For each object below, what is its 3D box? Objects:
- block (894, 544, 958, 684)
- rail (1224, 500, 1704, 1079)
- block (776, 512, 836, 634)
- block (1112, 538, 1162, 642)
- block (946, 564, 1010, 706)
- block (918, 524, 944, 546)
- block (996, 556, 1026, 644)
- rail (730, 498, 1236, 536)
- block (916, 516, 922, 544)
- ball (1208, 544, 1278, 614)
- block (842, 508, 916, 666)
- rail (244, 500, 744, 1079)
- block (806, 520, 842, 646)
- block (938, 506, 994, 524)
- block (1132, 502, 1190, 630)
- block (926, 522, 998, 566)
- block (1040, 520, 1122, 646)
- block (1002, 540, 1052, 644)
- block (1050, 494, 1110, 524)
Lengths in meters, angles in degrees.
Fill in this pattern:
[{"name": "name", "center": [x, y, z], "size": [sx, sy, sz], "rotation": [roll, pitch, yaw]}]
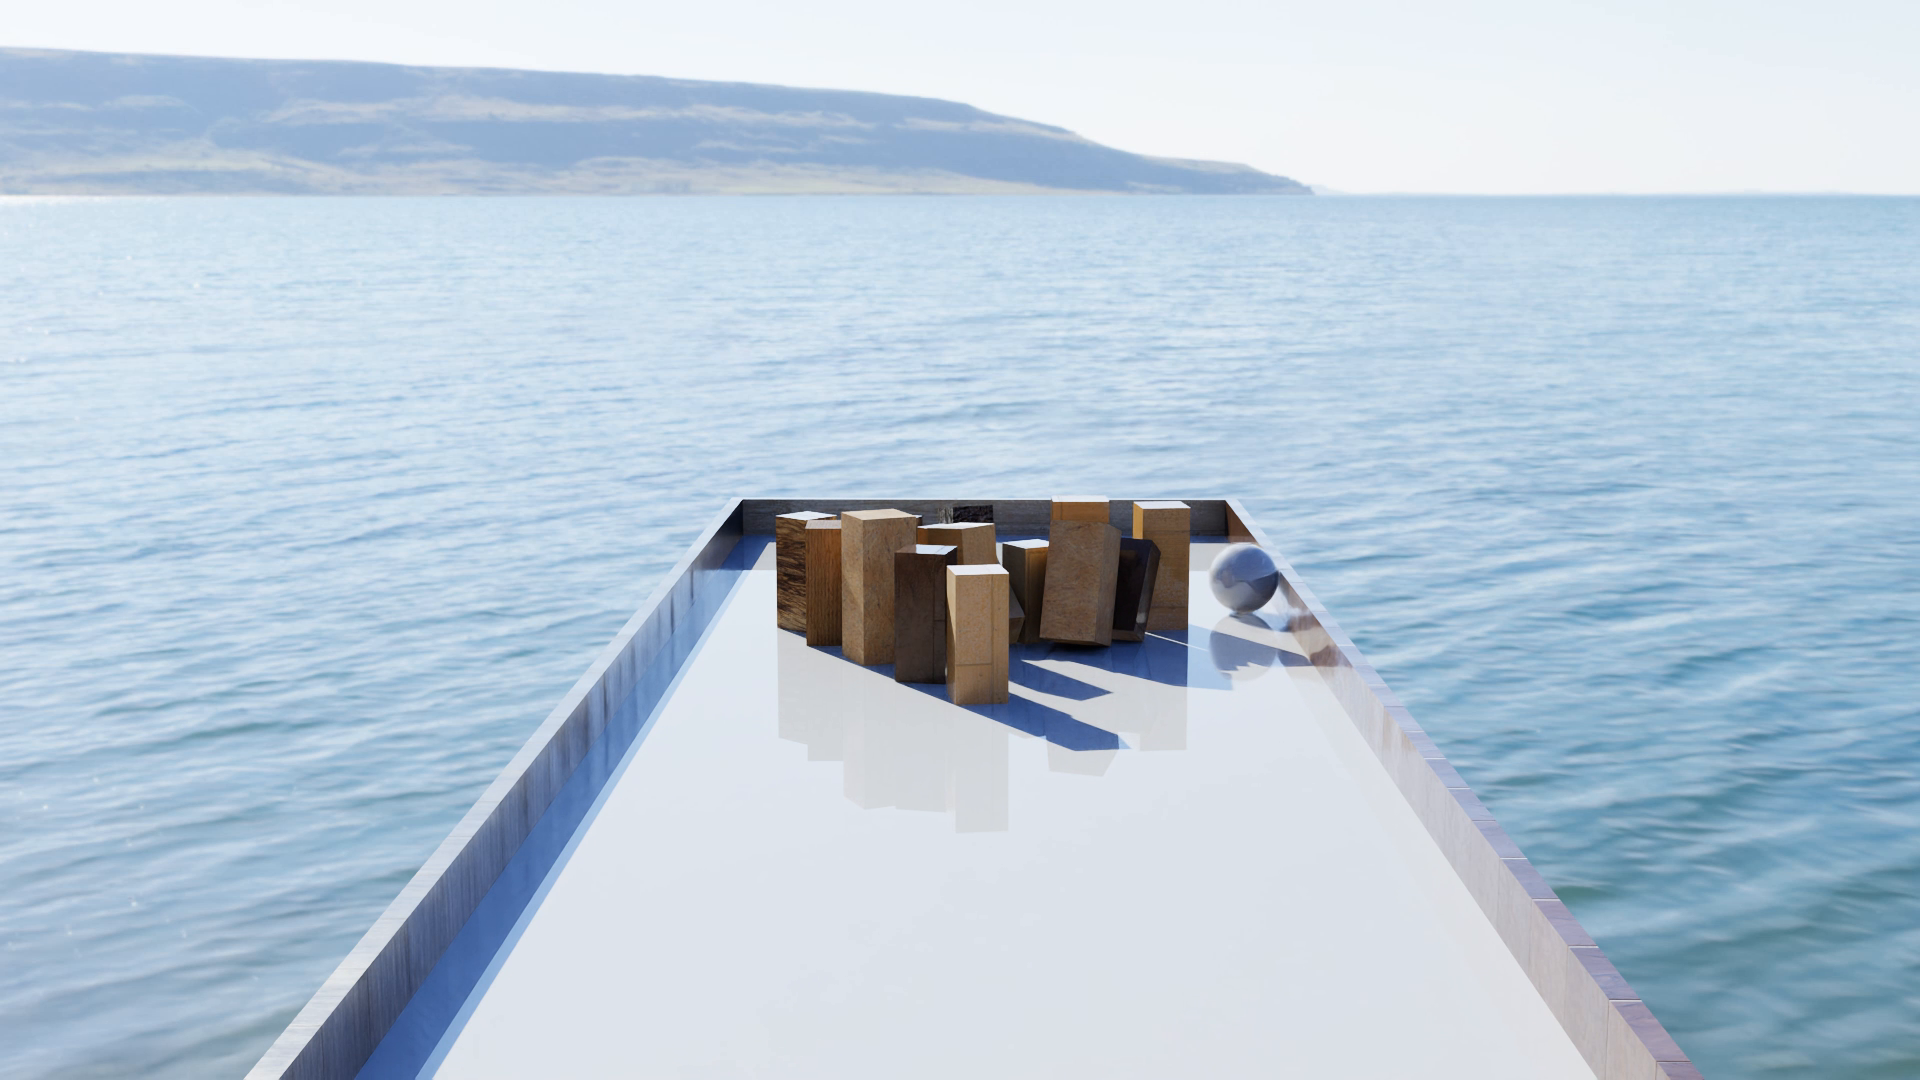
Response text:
[{"name": "block", "center": [-0.099, 0.216, 6.426], "size": [0.150, 0.382, 0.150], "rotation": [2, 9, 13]}, {"name": "rail", "center": [1.046, 0.843, 3.208], "size": [0.050, 0.150, 12.000], "rotation": [0, 9, 1]}, {"name": "block", "center": [-0.500, 0.104, 7.173], "size": [0.140, 0.370, 0.140], "rotation": [8, 12, 42]}, {"name": "block", "center": [0.547, 0.158, 7.004], "size": [0.108, 0.308, 0.108], "rotation": [5, -20, 23]}, {"name": "block", "center": [0.049, 0.264, 6.166], "size": [0.150, 0.368, 0.150], "rotation": [-1, 9, -9]}, {"name": "block", "center": [-0.061, 0.140, 6.957], "size": [0.104, 0.366, 0.104], "rotation": [-8, 12, -40]}, {"name": "block", "center": [0.078, 0.162, 7.002], "size": [0.120, 0.120, 0.363], "rotation": [-4, 45, -23]}, {"name": "rail", "center": [0.099, -0.098, 9.147], "size": [2.100, 0.150, 0.050], "rotation": [0, 9, 1]}, {"name": "block", "center": [-0.240, 0.105, 7.201], "size": [0.177, 0.359, 0.177], "rotation": [4, 10, 24]}, {"name": "ball", "center": [0.959, 0.130, 7.439], "size": [0.236, 0.236, 0.236], "rotation": [0, 9, 0]}, {"name": "block", "center": [-0.247, 0.142, 6.692], "size": [0.174, 0.445, 0.174], "rotation": [-4, 10, -24]}, {"name": "rail", "center": [-1.004, 0.839, 3.234], "size": [0.050, 0.150, 12.000], "rotation": [0, 9, 1]}, {"name": "block", "center": [-0.396, 0.135, 6.969], "size": [0.177, 0.373, 0.177], "rotation": [0, 9, -1]}, {"name": "block", "center": [0.027, 0.079, 7.245], "size": [0.141, 0.379, 0.141], "rotation": [-3, 1, -20]}, {"name": "block", "center": [0.657, 0.084, 7.198], "size": [0.156, 0.402, 0.156], "rotation": [-1, 9, -7]}, {"name": "block", "center": [0.014, 0.151, 6.769], "size": [0.148, 0.392, 0.148], "rotation": [2, 8, 44]}, {"name": "block", "center": [0.378, 0.136, 6.867], "size": [0.178, 0.368, 0.178], "rotation": [4, -7, 21]}, {"name": "block", "center": [0.228, 0.163, 7.002], "size": [0.137, 0.306, 0.137], "rotation": [-5, 10, -31]}, {"name": "block", "center": [0.389, 0.074, 7.183], "size": [0.180, 0.423, 0.180], "rotation": [0, 8, 0]}]
